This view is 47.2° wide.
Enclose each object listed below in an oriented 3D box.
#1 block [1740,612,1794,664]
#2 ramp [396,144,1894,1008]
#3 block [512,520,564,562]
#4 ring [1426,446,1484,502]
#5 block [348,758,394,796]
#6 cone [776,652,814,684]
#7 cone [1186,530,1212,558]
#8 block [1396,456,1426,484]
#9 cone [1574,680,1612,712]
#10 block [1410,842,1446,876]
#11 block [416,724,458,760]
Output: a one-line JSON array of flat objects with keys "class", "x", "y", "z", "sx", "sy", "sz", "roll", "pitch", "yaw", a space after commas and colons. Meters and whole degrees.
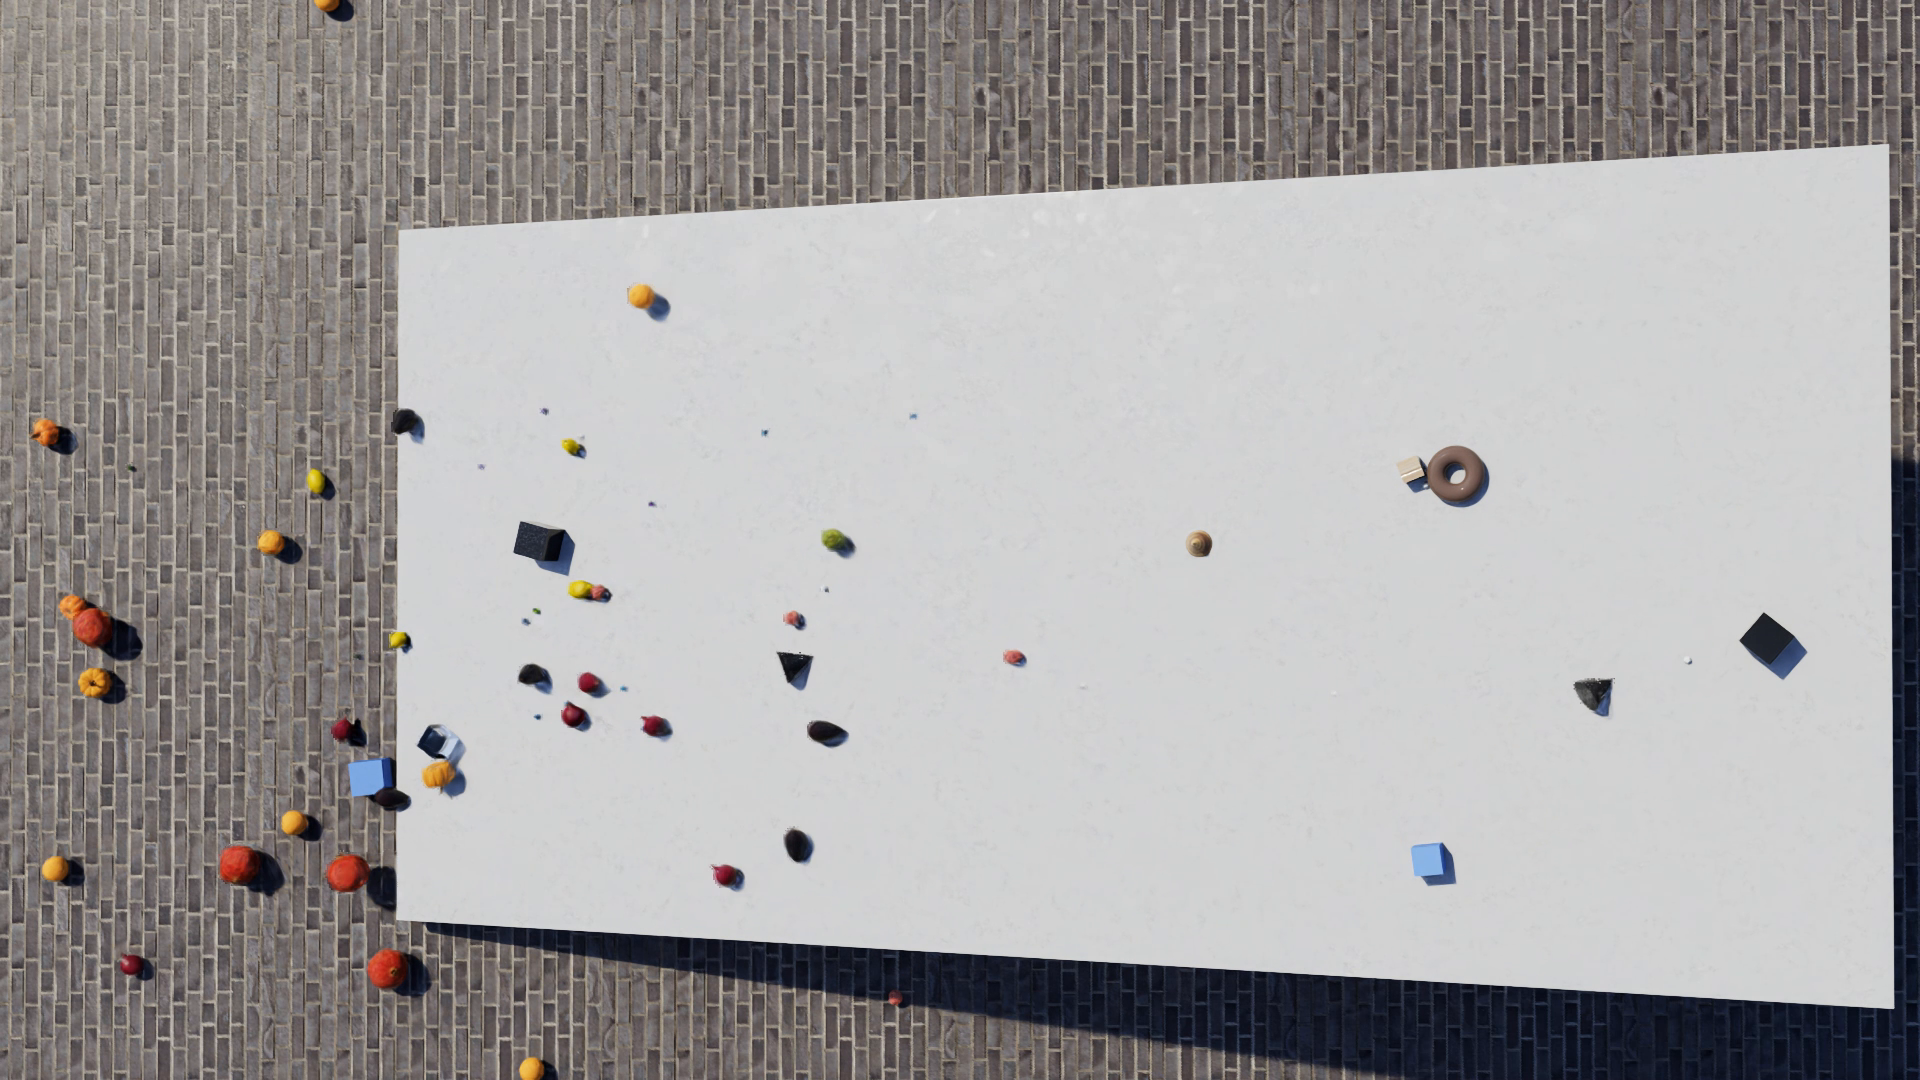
[{"class": "block", "x": 1.882, "y": 0.229, "z": 5.132, "sx": 0.087, "sy": 0.087, "sz": 0.087, "roll": 41, "pitch": 102, "yaw": 15}, {"class": "ramp", "x": 0.278, "y": 0.091, "z": 5.779, "sx": 4.000, "sy": 0.100, "sz": 2.000, "roll": 0, "pitch": 89, "yaw": 19}, {"class": "block", "x": -1.182, "y": 0.003, "z": 6.177, "sx": 0.093, "sy": 0.093, "sz": 0.093, "roll": 15, "pitch": 94, "yaw": 18}, {"class": "ring", "x": 1.214, "y": -0.162, "z": 5.387, "sx": 0.141, "sy": 0.047, "sz": 0.141, "roll": 0, "pitch": 91, "yaw": 19}, {"class": "block", "x": -1.719, "y": 0.691, "z": 6.416, "sx": 0.096, "sy": 0.096, "sz": 0.096, "roll": -6, "pitch": 89, "yaw": 0}, {"class": "cone", "x": -0.438, "y": 0.329, "z": 5.946, "sx": 0.093, "sy": 0.093, "sz": 0.093, "roll": -19, "pitch": 89, "yaw": -9}, {"class": "cone", "x": 0.599, "y": 0.009, "z": 5.581, "sx": 0.070, "sy": 0.070, "sz": 0.070, "roll": 0, "pitch": 89, "yaw": 19}, {"class": "block", "x": 1.112, "y": -0.173, "z": 5.418, "sx": 0.053, "sy": 0.053, "sz": 0.053, "roll": -23, "pitch": 82, "yaw": 17}, {"class": "cone", "x": 1.535, "y": 0.355, "z": 5.275, "sx": 0.082, "sy": 0.082, "sz": 0.082, "roll": -30, "pitch": 89, "yaw": -11}, {"class": "block", "x": 1.147, "y": 0.782, "z": 5.384, "sx": 0.069, "sy": 0.069, "sz": 0.069, "roll": -9, "pitch": 86, "yaw": 19}, {"class": "block", "x": -1.492, "y": 0.576, "z": 6.286, "sx": 0.071, "sy": 0.071, "sz": 0.071, "roll": 35, "pitch": 100, "yaw": 16}]
